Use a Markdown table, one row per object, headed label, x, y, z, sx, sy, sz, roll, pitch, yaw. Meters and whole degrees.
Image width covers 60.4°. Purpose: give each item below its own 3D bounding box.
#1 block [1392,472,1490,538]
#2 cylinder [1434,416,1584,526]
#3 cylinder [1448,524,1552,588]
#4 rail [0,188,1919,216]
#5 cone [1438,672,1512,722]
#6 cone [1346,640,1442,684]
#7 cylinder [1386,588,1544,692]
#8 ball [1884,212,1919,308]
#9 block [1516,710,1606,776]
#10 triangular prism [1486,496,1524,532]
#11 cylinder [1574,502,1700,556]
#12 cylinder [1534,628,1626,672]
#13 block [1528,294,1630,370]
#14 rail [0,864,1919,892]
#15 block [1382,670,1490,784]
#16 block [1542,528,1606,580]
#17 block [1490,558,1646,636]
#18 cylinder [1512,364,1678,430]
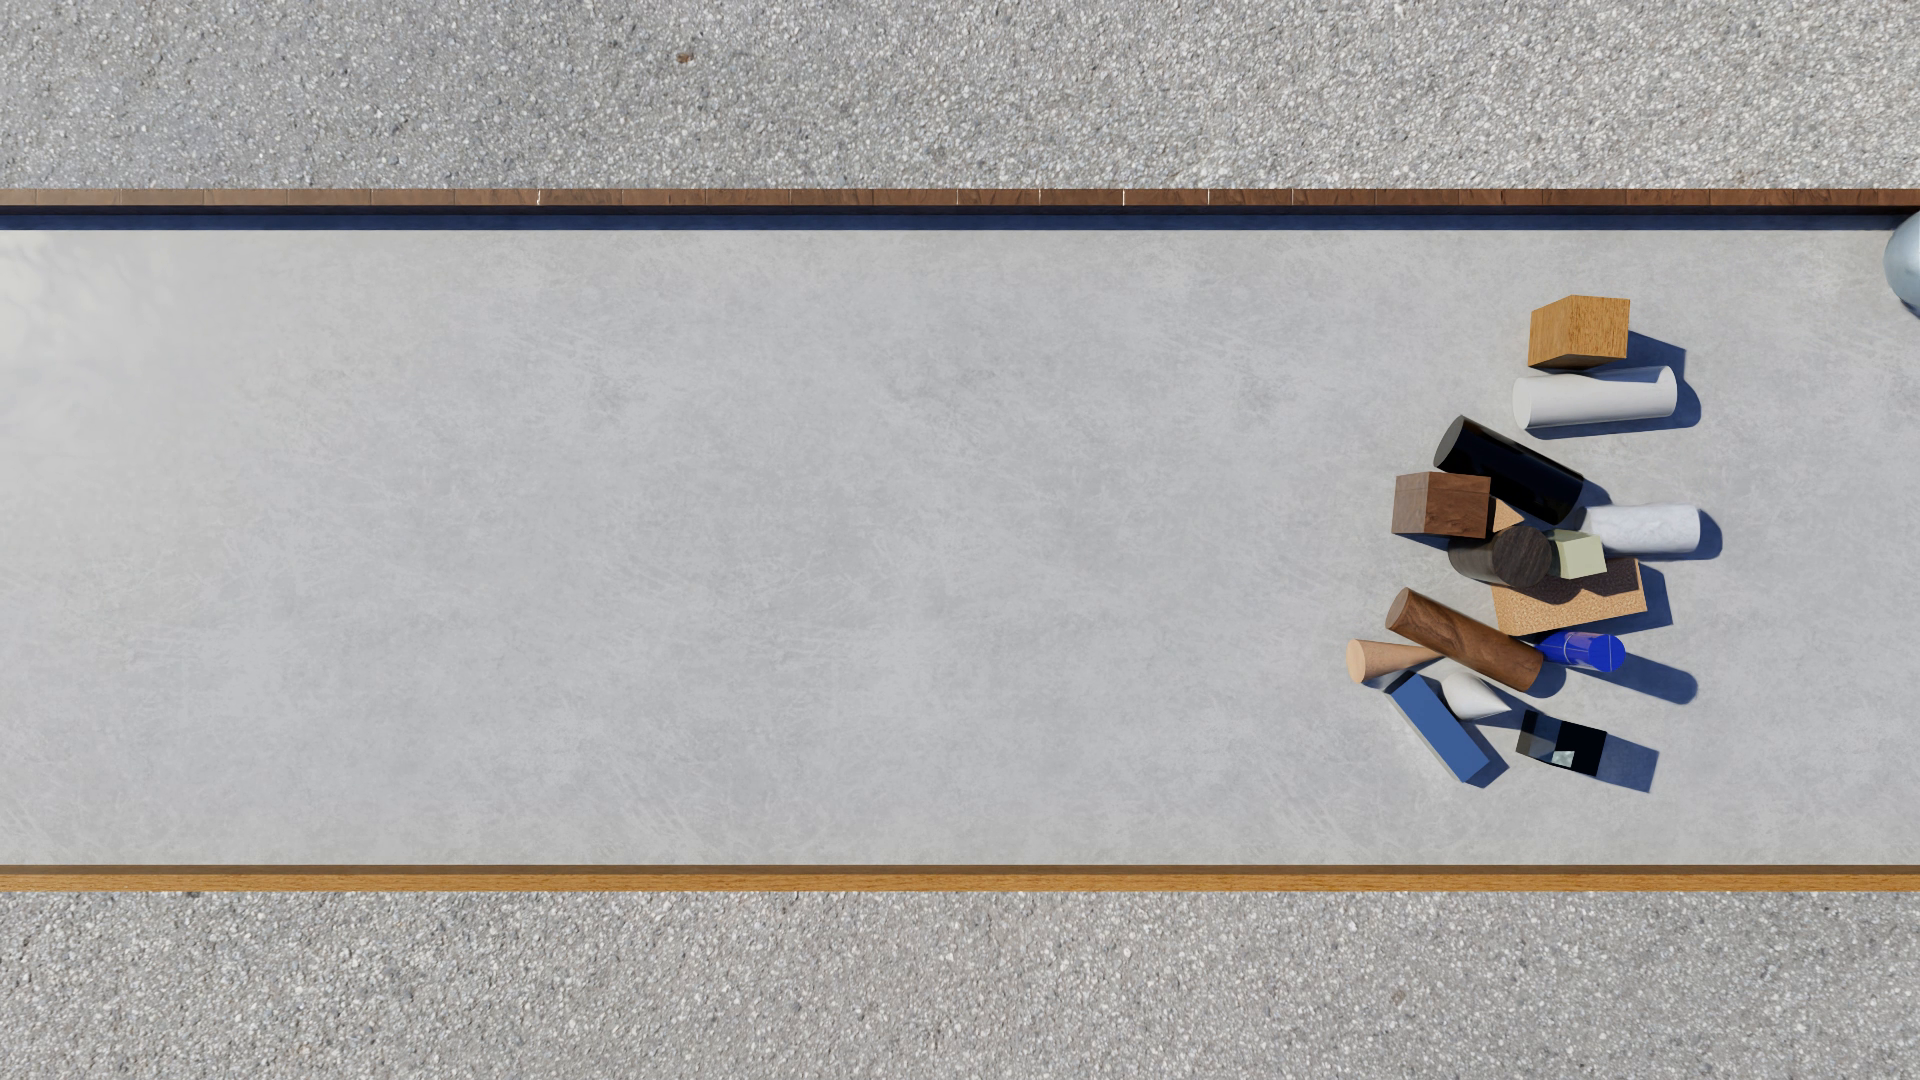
| label | x | y | z | sx | sy | sz | roll | pitch | yaw |
| --- | --- | --- | --- | --- | --- | --- | --- | --- | --- |
| block | 1.423 | -0.101 | 4.898 | 0.177 | 0.357 | 0.177 | 5 | 90 | 0 |
| cylinder | 1.657 | -0.211 | 4.989 | 0.400 | 0.176 | 0.176 | 26 | 90 | 0 |
| cylinder | 1.598 | 0.038 | 4.898 | 0.178 | 0.341 | 0.178 | 0 | 93 | -4 |
| rail | -2.247 | -1.025 | 5.002 | 12.000 | 0.150 | 0.050 | 0 | 90 | 0 |
| cone | 1.550 | 0.481 | 4.856 | 0.156 | 0.438 | 0.156 | 0 | 89 | -1 |
| cone | 1.369 | 0.355 | 5.043 | 0.343 | 0.135 | 0.135 | -4 | 90 | -11 |
| cylinder | 1.528 | 0.303 | 5.006 | 0.450 | 0.141 | 0.141 | 25 | 90 | 0 |
| ball | 2.934 | -0.840 | 4.918 | 0.316 | 0.316 | 0.316 | 0 | 90 | 0 |
| block | 1.791 | 0.603 | 4.924 | 0.135 | 0.306 | 0.135 | 14 | 90 | 0 |
| triangular prism | 1.573 | -0.104 | 4.906 | 0.095 | 0.325 | 0.082 | -23 | 97 | 6 |
| cylinder | 2.050 | -0.034 | 5.001 | 0.321 | 0.152 | 0.152 | -3 | 90 | 0 |
| cylinder | 1.819 | 0.321 | 4.861 | 0.106 | 0.430 | 0.106 | 0 | 89 | -1 |
| block | 1.838 | -0.613 | 4.910 | 0.170 | 0.332 | 0.170 | 4 | 90 | 0 |
| rail | -2.247 | 1.025 | 5.001 | 12.000 | 0.150 | 0.050 | 0 | 90 | 0 |
| block | 1.447 | 0.567 | 5.024 | 0.105 | 0.105 | 0.346 | -39 | 90 | 0 |
| block | 1.790 | 0.039 | 4.901 | 0.108 | 0.345 | 0.108 | -12 | 93 | 0 |
| block | 1.840 | 0.170 | 4.996 | 0.394 | 0.160 | 0.160 | -11 | 90 | 0 |
| cylinder | 1.920 | -0.433 | 4.998 | 0.439 | 0.157 | 0.157 | -5 | 90 | 0 |
